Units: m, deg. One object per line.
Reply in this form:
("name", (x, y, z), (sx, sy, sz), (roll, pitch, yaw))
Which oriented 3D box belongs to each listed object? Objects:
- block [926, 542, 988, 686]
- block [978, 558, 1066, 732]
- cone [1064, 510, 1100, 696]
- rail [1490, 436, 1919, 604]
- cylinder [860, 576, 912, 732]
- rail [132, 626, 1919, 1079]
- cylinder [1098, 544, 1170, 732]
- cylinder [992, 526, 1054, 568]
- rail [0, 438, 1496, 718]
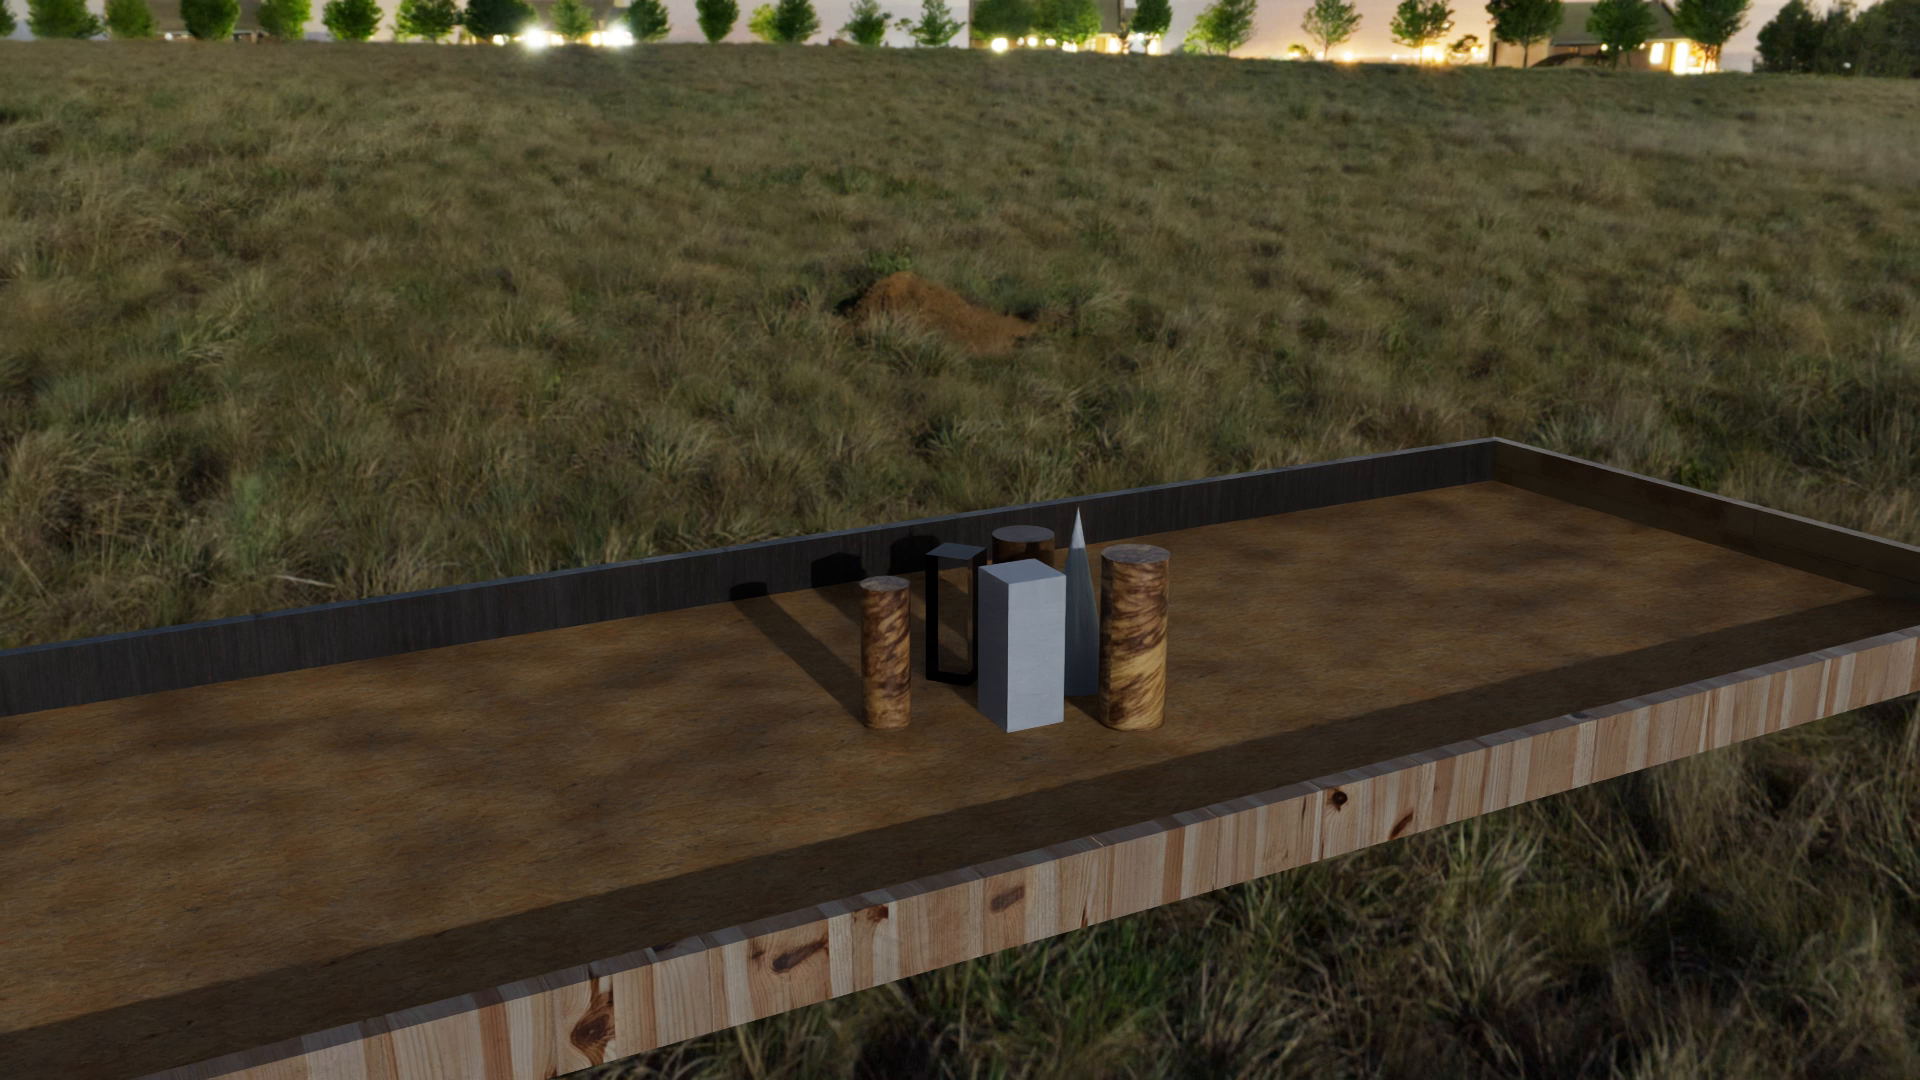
("block", (-0.009, 0.186, 4.137), (0.115, 0.331, 0.115), (7, 18, 24))
("block", (0.143, 0.246, 3.876), (0.150, 0.362, 0.150), (-8, 18, -25))
("cone", (0.287, 0.138, 4.072), (0.178, 0.458, 0.178), (0, 16, 0))
("rail", (2.466, -0.048, 5.253), (0.050, 0.150, 2.100), (-9, 18, -27))
("cylinder", (-0.173, 0.265, 3.843), (0.116, 0.344, 0.116), (0, 16, 0))
("rail", (-2.336, 1.006, 1.665), (12.000, 0.150, 0.050), (-9, 18, -27))
("cylinder", (0.405, 0.228, 3.850), (0.159, 0.411, 0.159), (0, 16, 0))
("cylinder", (0.166, 0.130, 4.370), (0.165, 0.305, 0.165), (0, 16, 0))
("rail", (-3.305, 0.497, 3.399), (12.000, 0.150, 0.050), (-9, 18, -27))
